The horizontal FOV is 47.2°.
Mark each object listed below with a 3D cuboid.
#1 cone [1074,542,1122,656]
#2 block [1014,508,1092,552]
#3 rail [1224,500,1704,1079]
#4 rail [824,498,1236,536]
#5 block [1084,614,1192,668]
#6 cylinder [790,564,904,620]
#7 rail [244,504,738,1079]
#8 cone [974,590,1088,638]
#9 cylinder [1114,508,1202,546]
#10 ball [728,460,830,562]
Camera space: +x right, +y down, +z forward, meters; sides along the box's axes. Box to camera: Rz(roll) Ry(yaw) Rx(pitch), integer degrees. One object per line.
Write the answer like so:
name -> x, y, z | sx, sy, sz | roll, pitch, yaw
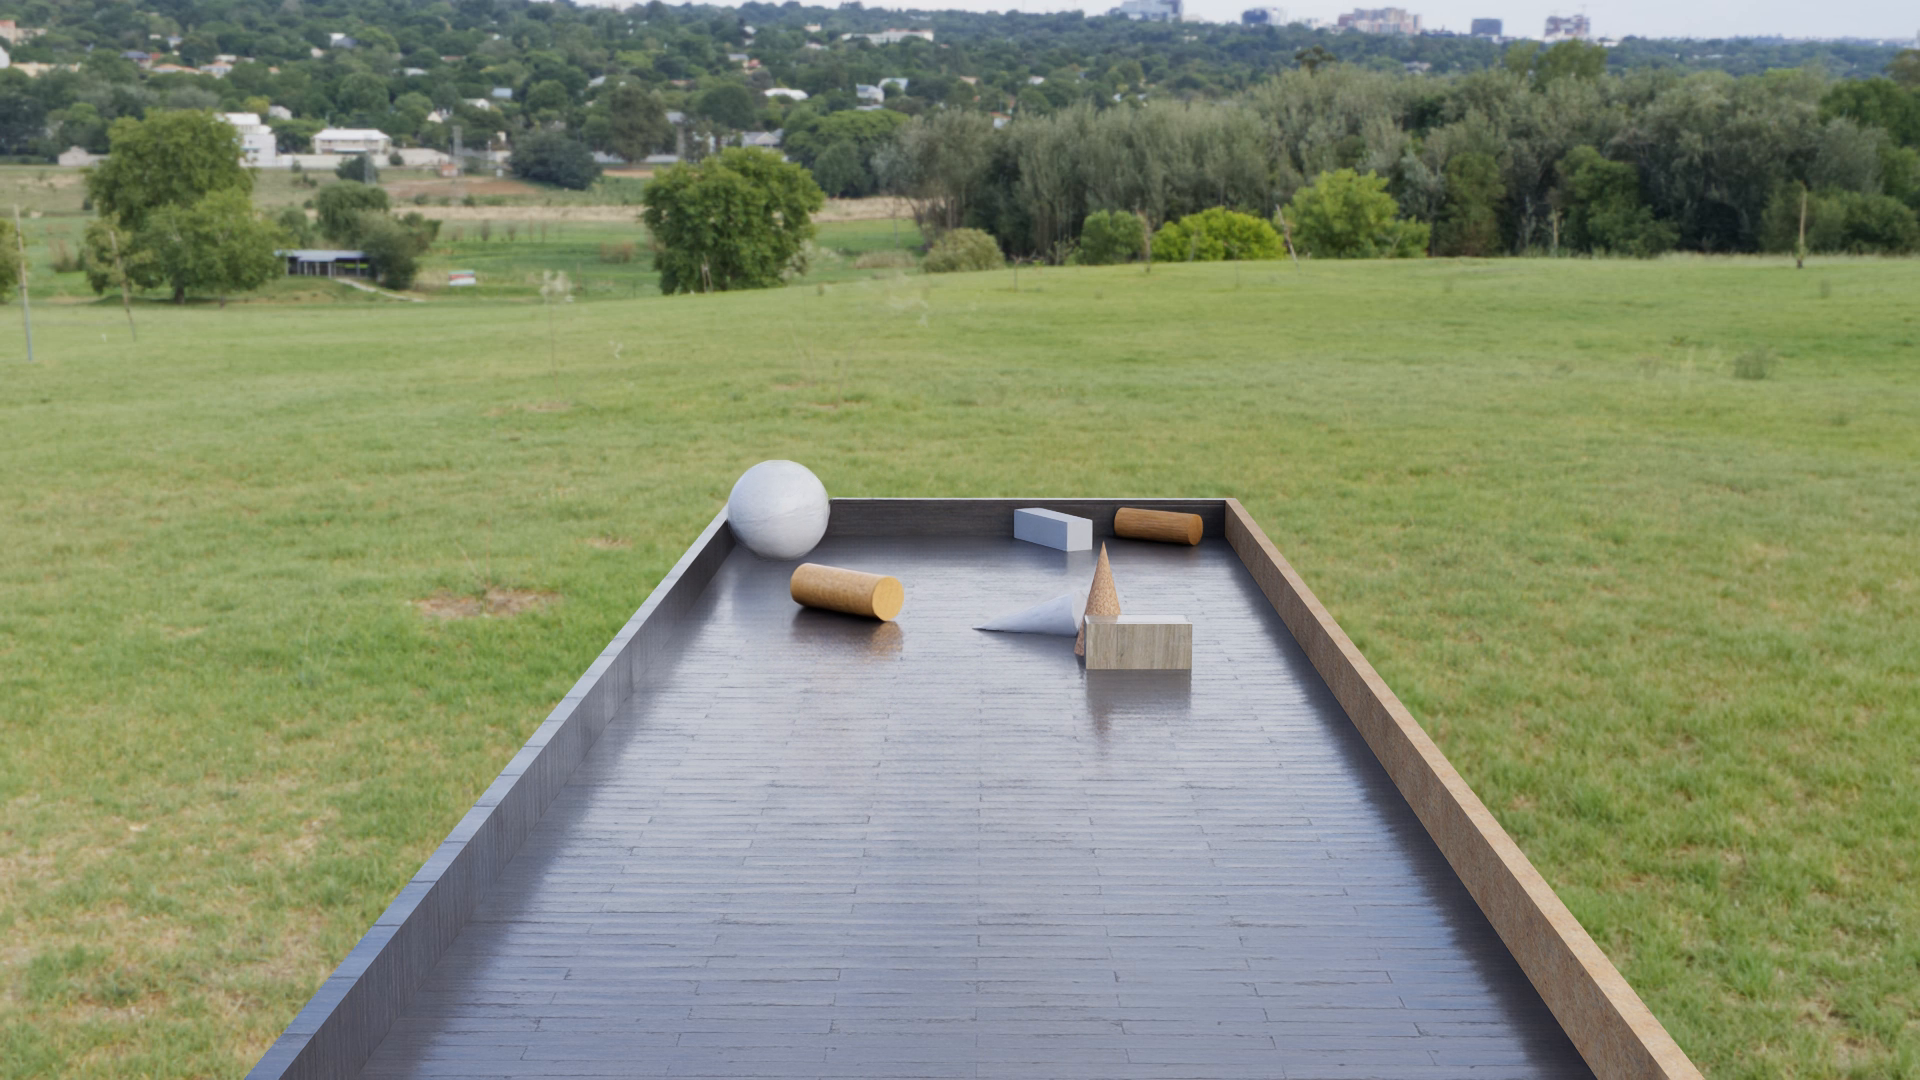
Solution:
cone -> 0.442, 0.174, 6.798 | 0.175, 0.348, 0.175 | 0, 9, 0
block -> 0.375, -0.045, 8.918 | 0.117, 0.117, 0.409 | -5, 10, -29
rail -> 1.046, 0.843, 3.208 | 0.050, 0.150, 12.000 | 0, 9, 1
rail -> 0.099, -0.098, 9.147 | 2.100, 0.150, 0.050 | 0, 9, 1
block -> 0.535, 0.307, 6.634 | 0.315, 0.137, 0.137 | 0, 9, 0
cylinder -> -0.384, 0.174, 7.437 | 0.400, 0.147, 0.147 | 8, 12, 42
rail -> -1.004, 0.839, 3.234 | 0.050, 0.150, 12.000 | 0, 9, 1
cone -> 0.212, 0.263, 7.108 | 0.389, 0.155, 0.155 | -9, 5, 23
cylinder -> 0.809, -0.057, 8.970 | 0.344, 0.125, 0.125 | 6, 11, 34
ball -> -0.698, -0.115, 8.481 | 0.393, 0.393, 0.393 | 0, 9, 0
